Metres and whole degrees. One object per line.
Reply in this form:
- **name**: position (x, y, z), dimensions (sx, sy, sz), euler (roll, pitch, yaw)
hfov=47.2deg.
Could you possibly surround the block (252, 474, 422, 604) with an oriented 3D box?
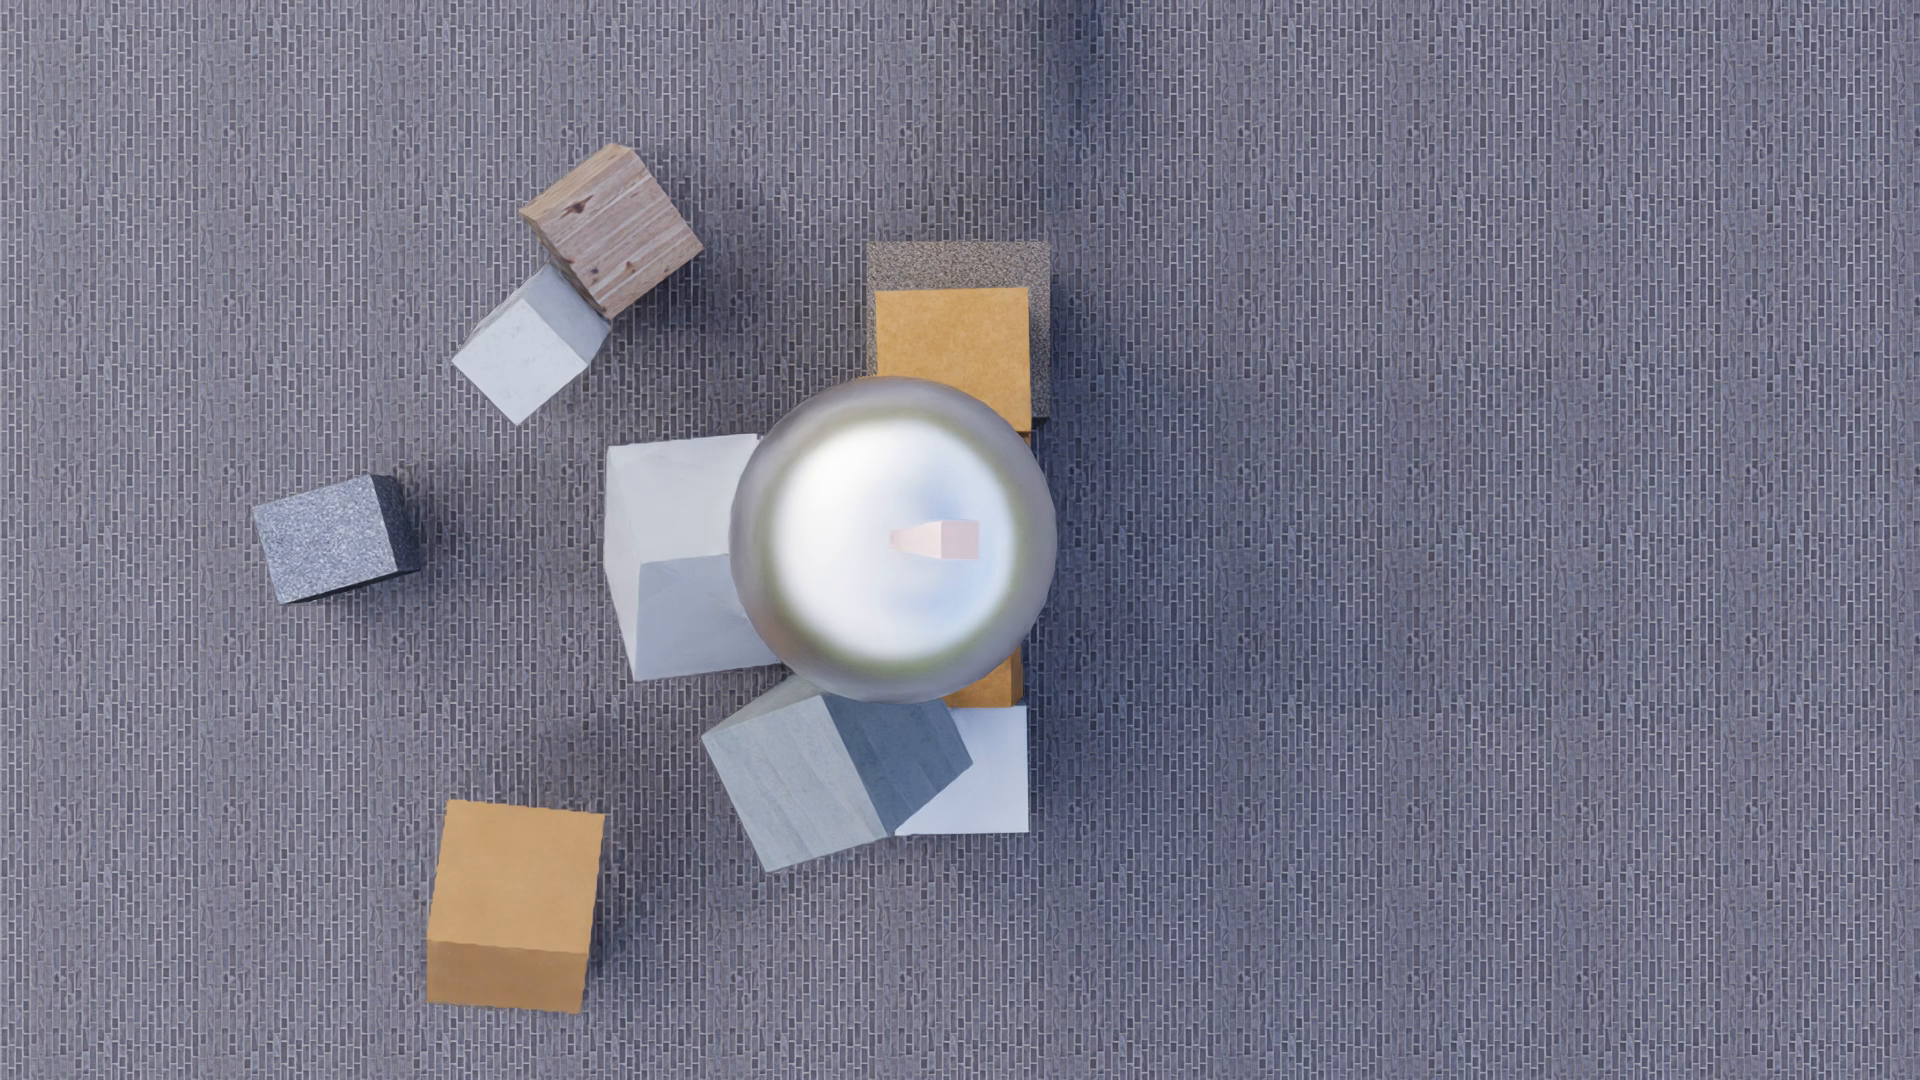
- **block**: position (-3.593, -0.003, 12.719), dimensions (0.697, 0.562, 0.571), euler (-16, 90, 0)

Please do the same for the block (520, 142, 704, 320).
- **block**: position (-1.990, -1.770, 12.538), dimensions (0.670, 0.629, 0.685), euler (-38, 112, -8)

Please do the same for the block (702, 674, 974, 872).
- **block**: position (-0.642, 1.122, 11.722), dimensions (0.843, 0.938, 0.803), euler (-21, 97, 34)

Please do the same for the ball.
- **ball**: position (-0.324, 0.000, 10.651), dimensions (1.600, 1.600, 1.600), euler (0, 90, 0)

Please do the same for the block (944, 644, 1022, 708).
- **block**: position (-0.096, 0.533, 12.544), dimensions (0.834, 0.832, 0.784), euler (-1, 90, 6)

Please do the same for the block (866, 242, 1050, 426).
- **block**: position (-0.010, -1.148, 12.488), dimensions (1.000, 1.024, 0.956), euler (0, 90, 0)

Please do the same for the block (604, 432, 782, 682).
- **block**: position (-1.473, 0.088, 12.253), dimensions (0.834, 0.912, 0.934), euler (-6, 45, -17)

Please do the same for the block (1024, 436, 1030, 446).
- **block**: position (0.008, -0.277, 12.589), dimensions (0.769, 0.822, 0.776), euler (0, 90, 0)

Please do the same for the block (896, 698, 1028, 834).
- **block**: position (0.004, 1.281, 12.617), dimensions (0.742, 0.765, 0.704), euler (-1, 90, 0)

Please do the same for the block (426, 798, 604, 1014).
- **block**: position (-2.467, 2.042, 12.205), dimensions (0.848, 0.885, 0.822), euler (7, 57, -9)

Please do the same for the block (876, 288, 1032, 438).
- **block**: position (-0.033, -0.914, 11.611), dimensions (0.779, 0.730, 0.736), euler (-2, 90, 0)

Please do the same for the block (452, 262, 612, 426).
- **block**: position (-2.377, -1.093, 12.233), dimensions (0.577, 0.540, 0.504), euler (-36, 109, 22)

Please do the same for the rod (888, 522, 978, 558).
- **rod**: position (-0.140, 0.000, 7.256), dimensions (0.080, 5.200, 0.080), euler (0, 90, -3)
